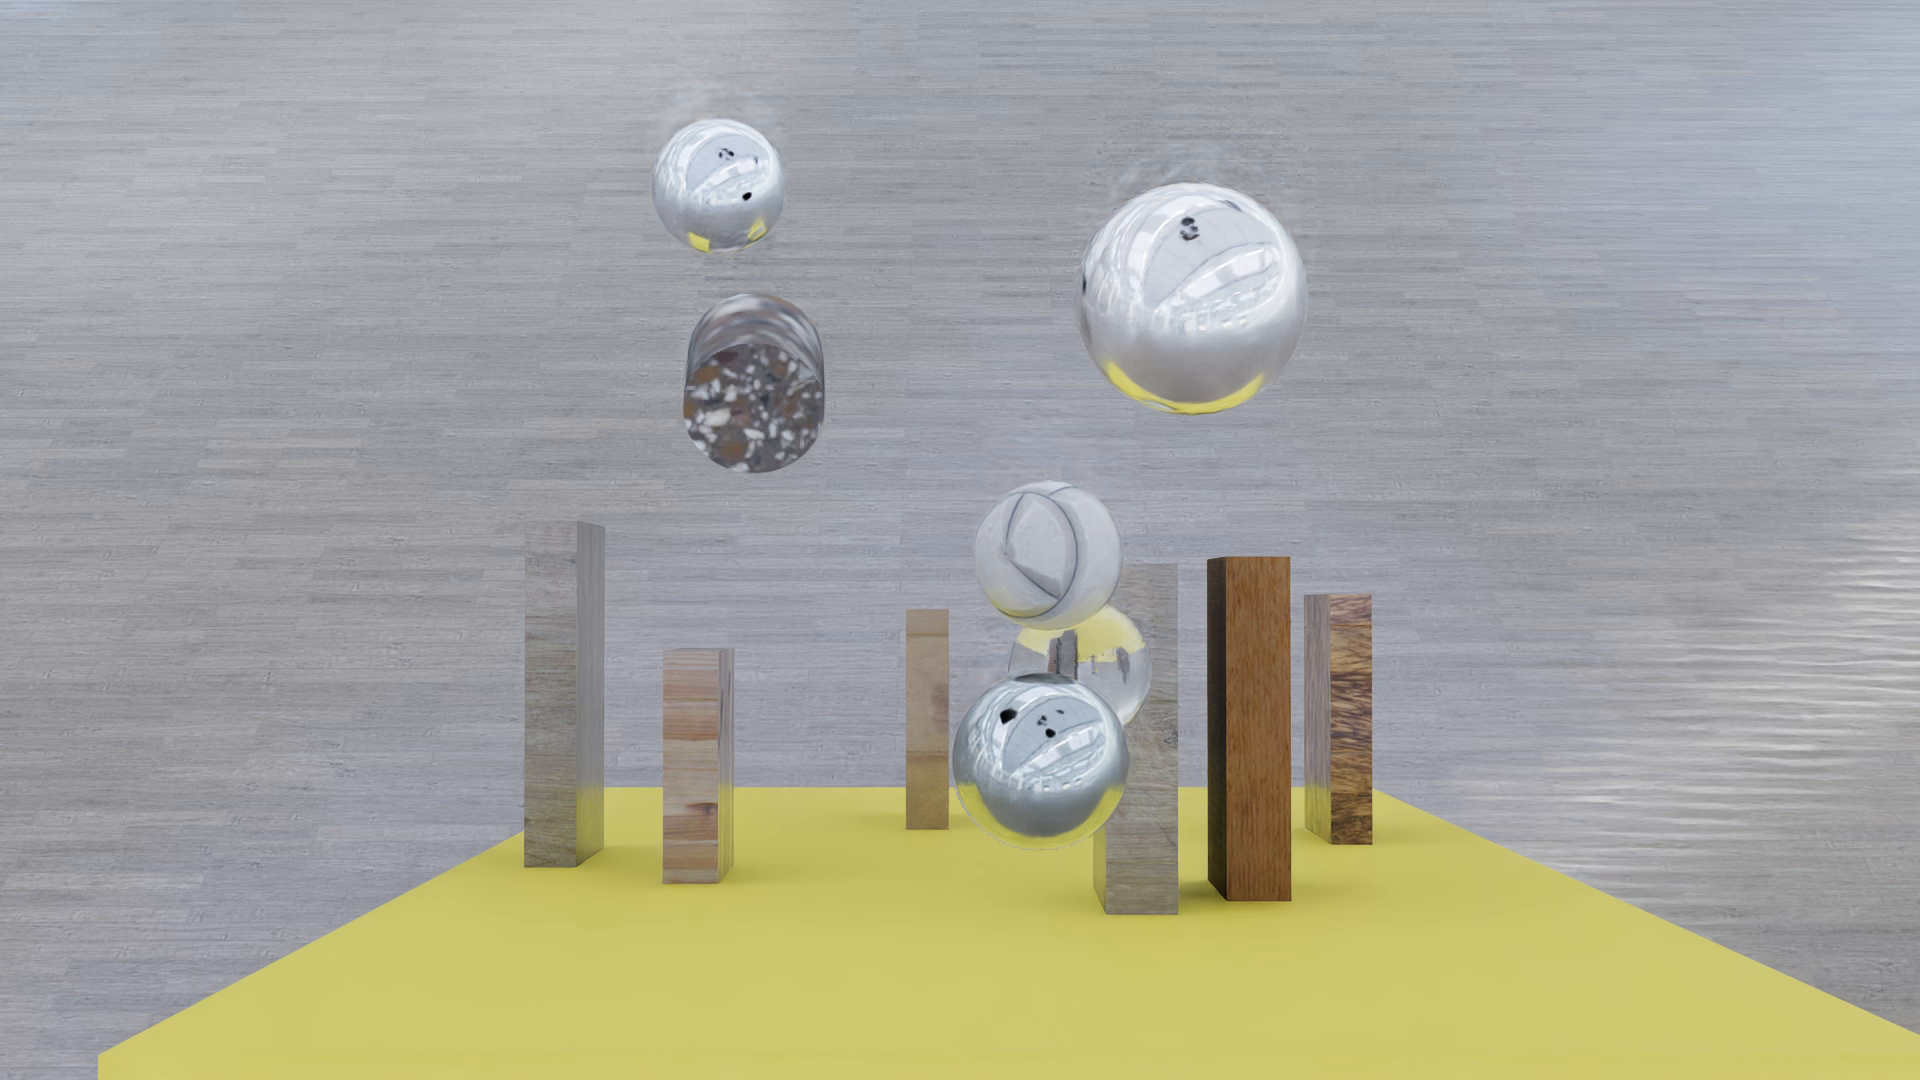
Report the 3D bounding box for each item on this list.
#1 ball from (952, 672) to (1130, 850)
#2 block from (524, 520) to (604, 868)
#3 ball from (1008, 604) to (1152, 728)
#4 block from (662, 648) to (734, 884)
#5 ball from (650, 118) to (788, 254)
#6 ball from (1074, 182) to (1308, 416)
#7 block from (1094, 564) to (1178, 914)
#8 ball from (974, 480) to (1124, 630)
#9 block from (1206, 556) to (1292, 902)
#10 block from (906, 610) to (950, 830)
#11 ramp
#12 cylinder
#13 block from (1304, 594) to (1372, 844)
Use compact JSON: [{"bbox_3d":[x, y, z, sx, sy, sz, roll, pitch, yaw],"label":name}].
[{"bbox_3d":[0.084,0.230,2.709,0.185,0.185,0.185,0,34,0],"label":"ball"},{"bbox_3d":[-0.750,0.286,4.939,0.095,0.634,0.373,0,-1,0],"label":"block"},{"bbox_3d":[0.148,0.161,3.198,0.177,0.177,0.177,0,34,0],"label":"ball"},{"bbox_3d":[-0.464,0.395,4.625,0.095,0.401,0.312,0,-1,0],"label":"block"},{"bbox_3d":[-0.233,-0.342,2.514,0.131,0.131,0.131,0,34,0],"label":"ball"},{"bbox_3d":[0.193,-0.201,2.170,0.195,0.195,0.195,0,34,0],"label":"ball"},{"bbox_3d":[0.283,0.314,4.228,0.112,0.545,0.396,0,-1,0],"label":"block"},{"bbox_3d":[0.097,0.017,2.838,0.164,0.164,0.164,0,34,0],"label":"ball"},{"bbox_3d":[0.485,0.310,4.374,0.105,0.559,0.324,0,-1,0],"label":"block"},{"bbox_3d":[-0.070,0.387,5.698,0.091,0.468,0.331,0,-1,0],"label":"block"},{"bbox_3d":[0.075,0.649,4.783,2.000,0.100,4.000,0,-1,0],"label":"ramp"},{"bbox_3d":[-0.203,-0.156,2.569,0.137,0.137,0.137,-4,22,-5],"label":"cylinder"},{"bbox_3d":[0.782,0.363,5.387,0.083,0.500,0.398,0,-1,0],"label":"block"}]
